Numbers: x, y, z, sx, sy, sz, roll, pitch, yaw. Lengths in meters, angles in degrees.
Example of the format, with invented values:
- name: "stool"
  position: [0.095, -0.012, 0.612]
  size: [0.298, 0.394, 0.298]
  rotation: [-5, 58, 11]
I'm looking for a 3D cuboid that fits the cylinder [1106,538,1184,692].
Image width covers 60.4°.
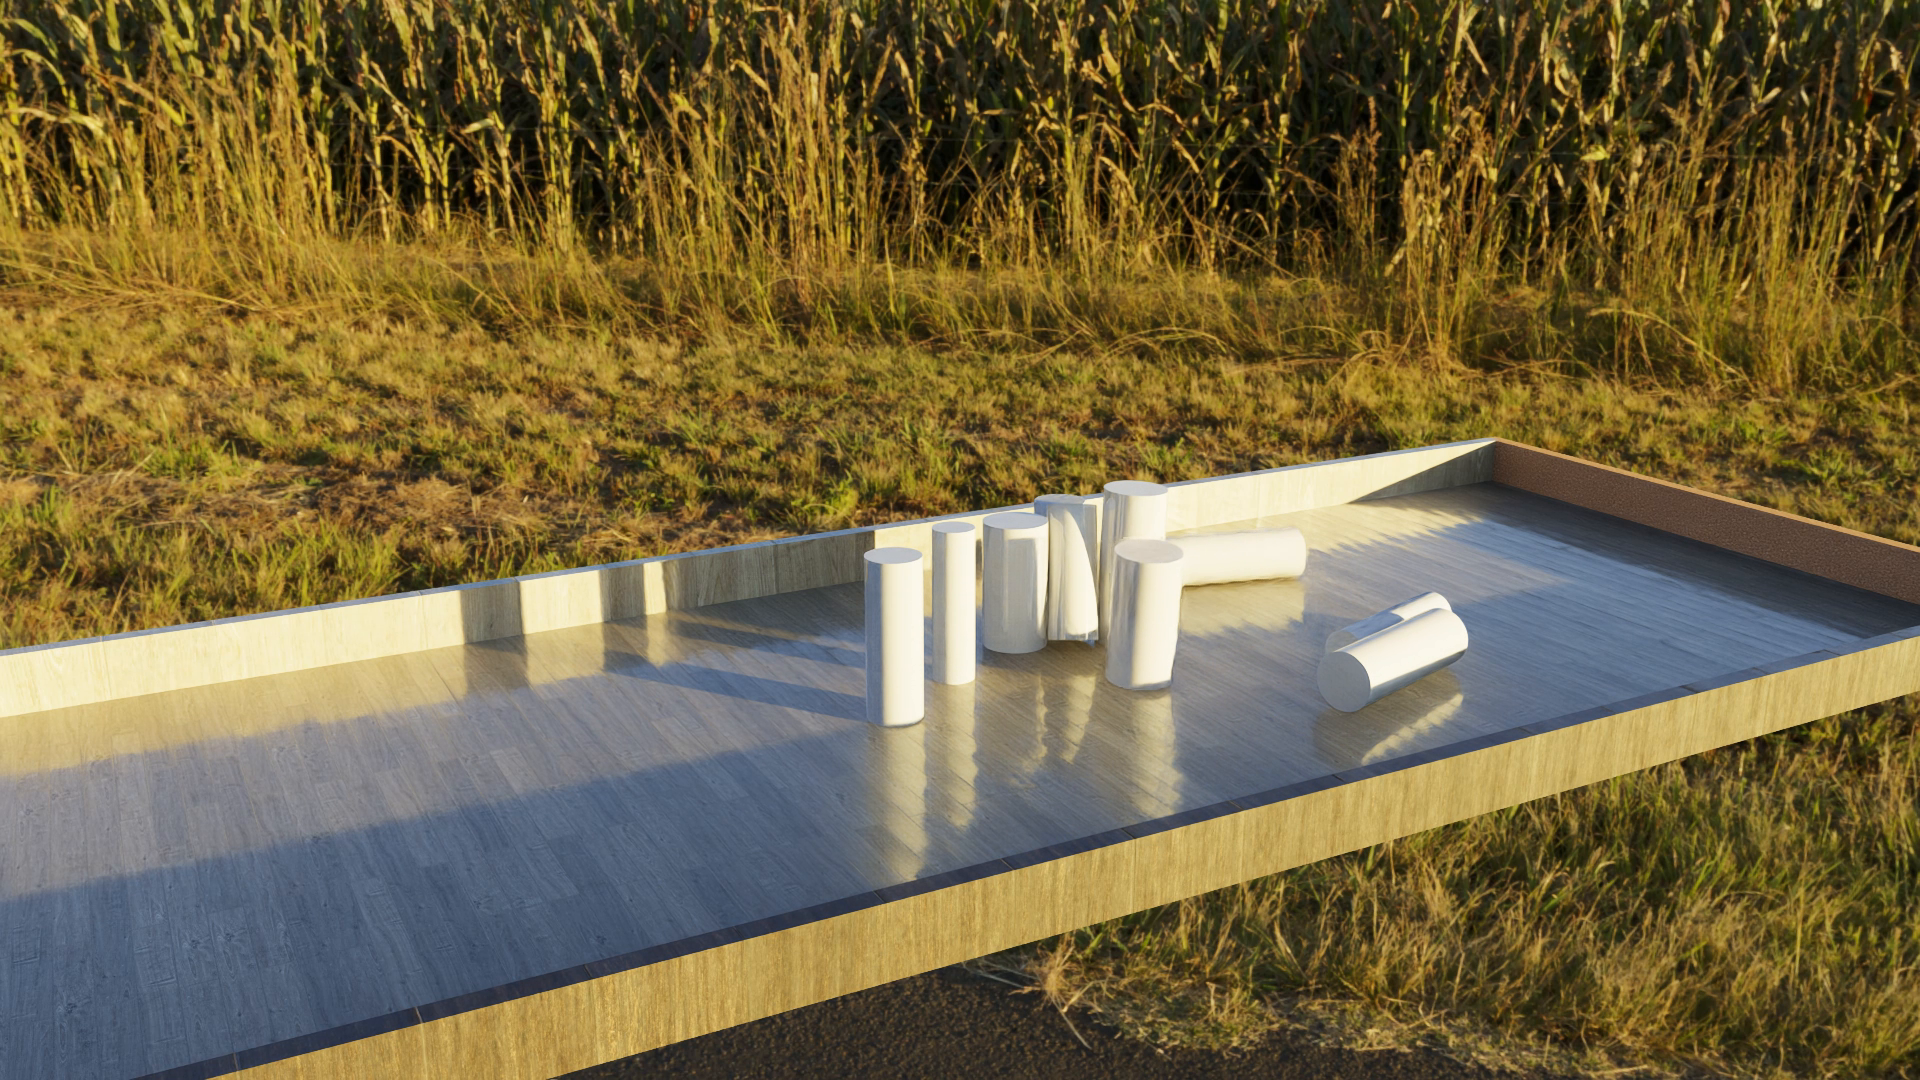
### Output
- name: "cylinder"
  position: [0.458, 0.185, 4.099]
  size: [0.171, 0.340, 0.171]
  rotation: [2, 21, -1]

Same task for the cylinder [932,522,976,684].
- name: "cylinder"
  position: [-0.016, 0.157, 4.121]
  size: [0.108, 0.394, 0.108]
  rotation: [0, 16, 0]

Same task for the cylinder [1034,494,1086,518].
- name: "cylinder"
  position: [0.275, 0.051, 4.592]
  size: [0.142, 0.333, 0.142]
  rotation: [0, 16, 0]

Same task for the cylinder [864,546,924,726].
- name: "cylinder"
  position: [-0.154, 0.227, 3.874]
  size: [0.137, 0.400, 0.137]
  rotation: [0, 16, 0]

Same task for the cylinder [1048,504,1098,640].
- name: "cylinder"
  position: [0.299, 0.086, 4.385]
  size: [0.134, 0.357, 0.134]
  rotation: [0, -3, 0]

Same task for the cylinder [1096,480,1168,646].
- name: "cylinder"
  position: [0.454, 0.066, 4.374]
  size: [0.169, 0.420, 0.169]
  rotation: [2, 16, -1]

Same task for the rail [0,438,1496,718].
- name: "rail"
  position: [-3.305, 0.497, 3.399]
  size: [12.000, 0.150, 0.050]
  rotation: [-9, 18, -27]

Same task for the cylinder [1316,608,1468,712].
- name: "cylinder"
  position: [1.077, 0.293, 4.092]
  size: [0.458, 0.150, 0.150]
  rotation: [-16, 23, -43]

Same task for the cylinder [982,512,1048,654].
- name: "cylinder"
  position: [0.146, 0.111, 4.372]
  size: [0.174, 0.339, 0.174]
  rotation: [0, 16, 0]

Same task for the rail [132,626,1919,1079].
- name: "rail"
  position: [-2.336, 1.006, 1.665]
  size: [12.000, 0.150, 0.050]
  rotation: [-9, 18, -27]

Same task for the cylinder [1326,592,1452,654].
- name: "cylinder"
  position: [1.131, 0.240, 4.336]
  size: [0.114, 0.114, 0.439]
  rotation: [16, 22, 42]

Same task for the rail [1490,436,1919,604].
- name: "rail"
  position: [2.466, -0.048, 5.253]
  size: [0.050, 0.150, 2.100]
  rotation: [-9, 18, -27]

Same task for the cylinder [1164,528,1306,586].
- name: "cylinder"
  position: [0.793, 0.053, 4.914]
  size: [0.449, 0.147, 0.147]
  rotation: [-4, 17, -14]
